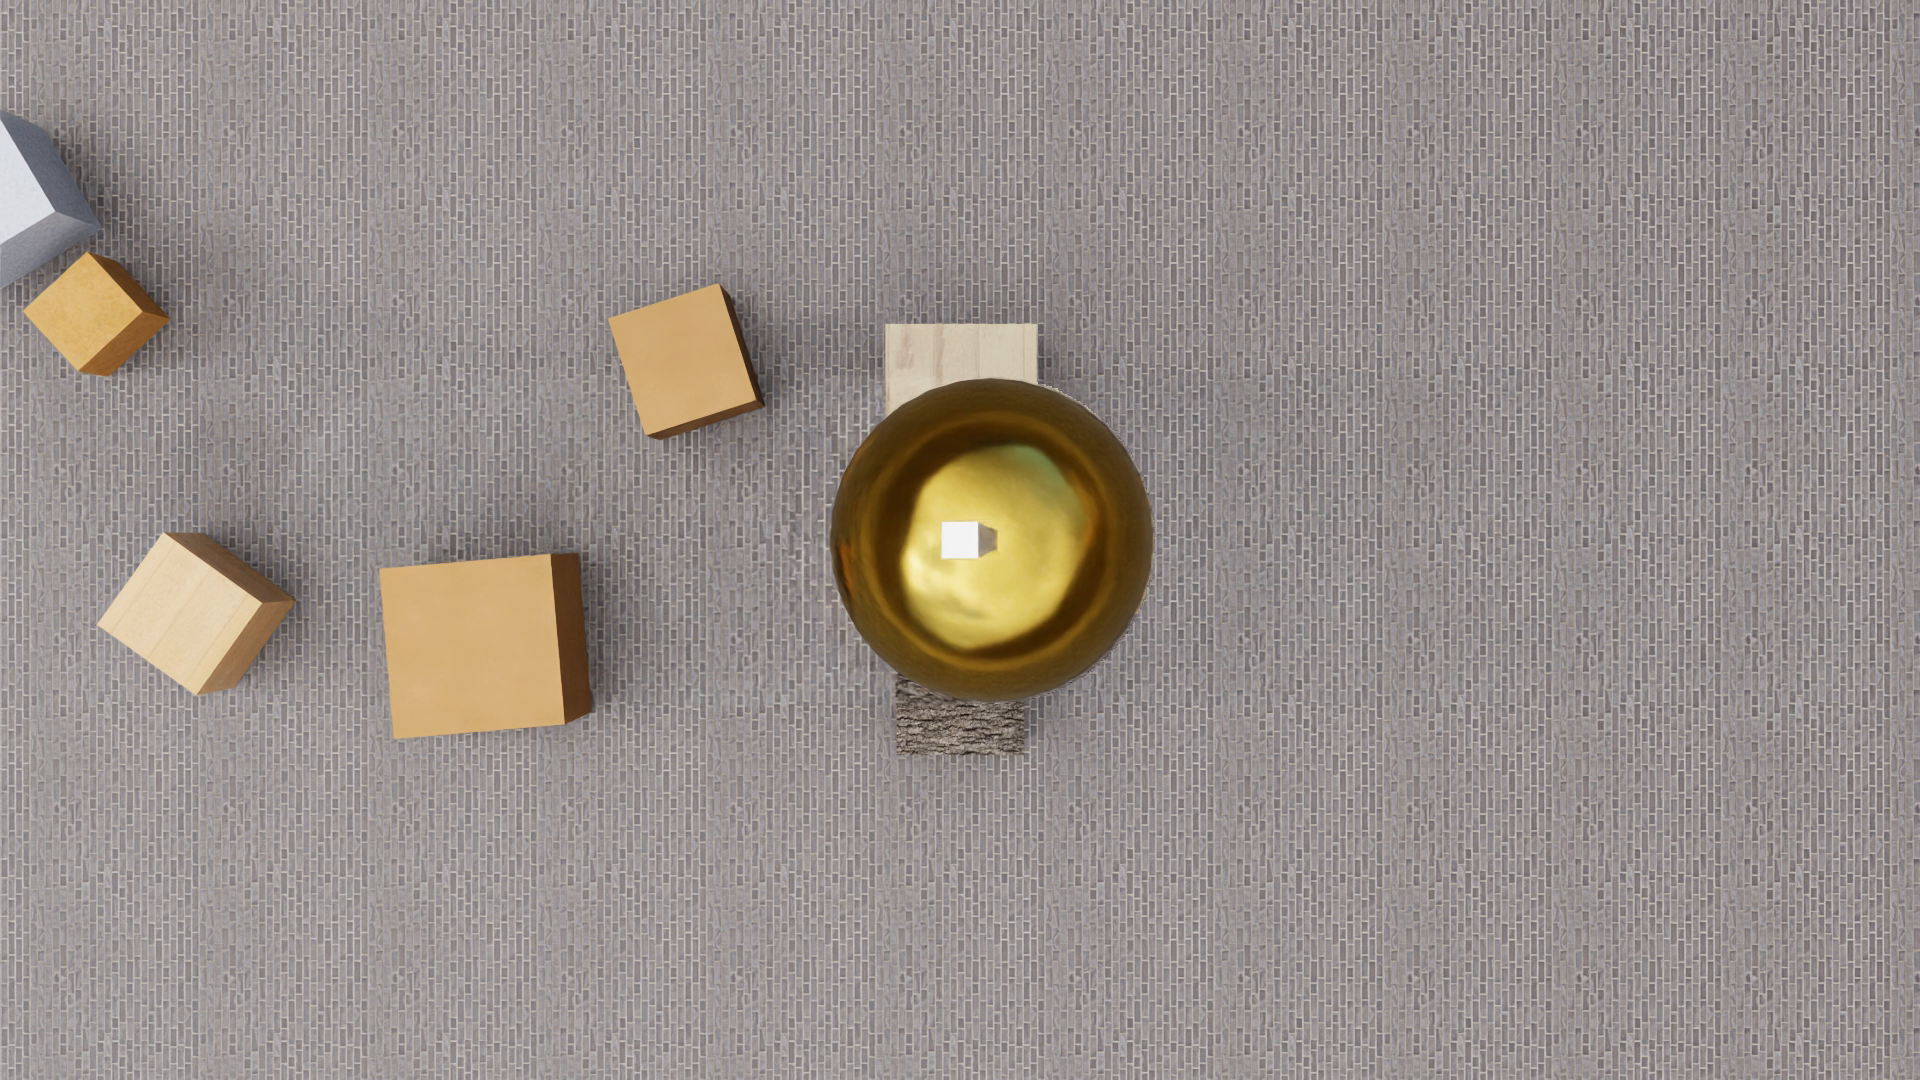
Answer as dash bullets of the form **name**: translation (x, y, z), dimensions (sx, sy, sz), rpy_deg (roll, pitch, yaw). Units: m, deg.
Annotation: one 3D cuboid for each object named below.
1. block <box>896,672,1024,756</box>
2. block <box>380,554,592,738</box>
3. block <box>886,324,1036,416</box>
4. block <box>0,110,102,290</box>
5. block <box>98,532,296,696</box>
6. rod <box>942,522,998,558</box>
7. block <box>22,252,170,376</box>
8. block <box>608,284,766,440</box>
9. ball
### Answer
- **block**: translation (0.003, 0.806, 12.623), dimensions (0.712, 0.755, 0.785), rpy_deg (0, 90, 0)
- **block**: translation (-2.687, 0.587, 12.554), dimensions (0.945, 0.891, 0.941), rpy_deg (-5, 90, 0)
- **block**: translation (0.006, -0.784, 12.596), dimensions (0.838, 0.807, 0.829), rpy_deg (0, 90, 0)
- **block**: translation (-5.581, -1.938, 12.657), dimensions (0.782, 0.686, 0.694), rpy_deg (-31, 90, 0)
- **block**: translation (-4.383, 0.415, 12.674), dimensions (0.683, 0.651, 0.637), rpy_deg (36, 90, 0)
- **rod**: translation (0.067, 0.000, 7.442), dimensions (0.080, 5.200, 0.080), rpy_deg (0, 90, 1)
- **block**: translation (-5.008, -1.305, 12.775), dimensions (0.503, 0.450, 0.466), rpy_deg (-43, 90, 0)
- **block**: translation (-1.566, -1.018, 12.695), dimensions (0.656, 0.611, 0.692), rpy_deg (-18, 90, 0)
- **ball**: translation (0.154, 0.000, 10.841), dimensions (1.600, 1.600, 1.600), rpy_deg (0, 90, 0)
